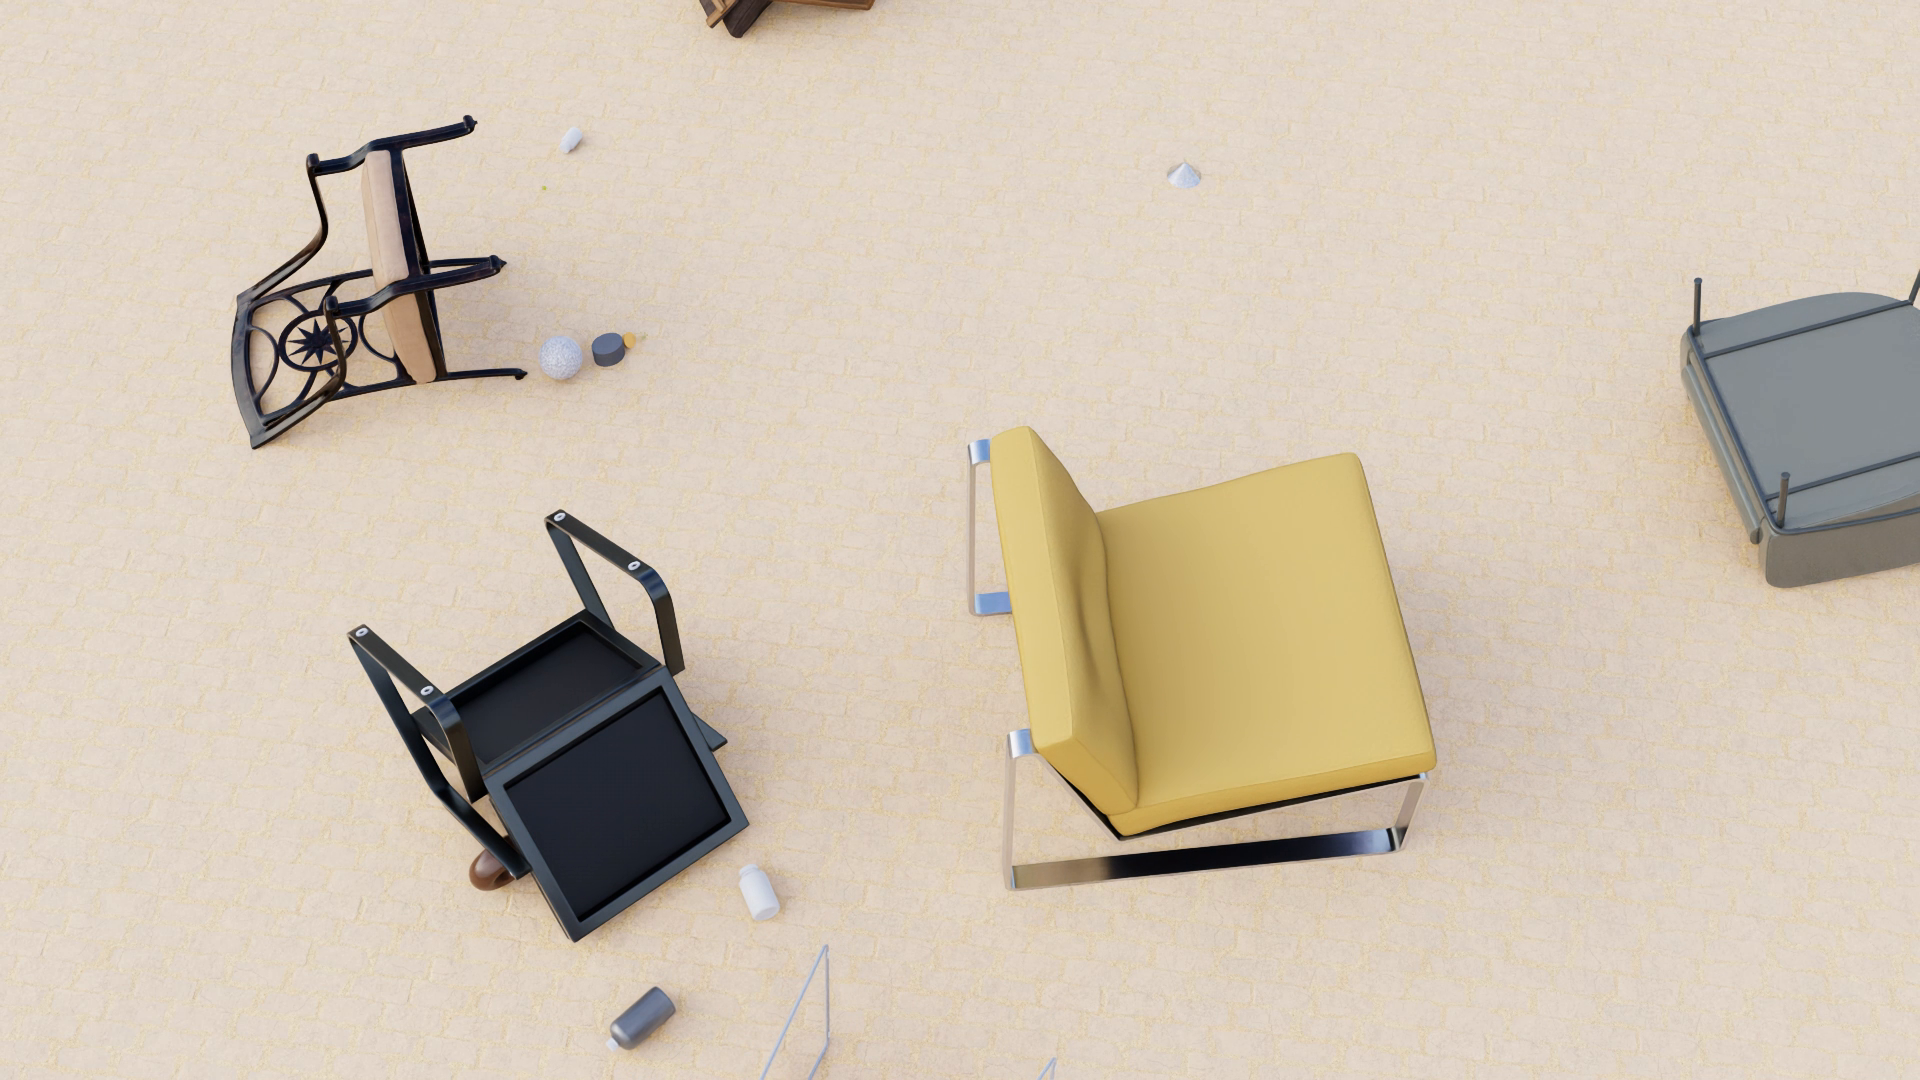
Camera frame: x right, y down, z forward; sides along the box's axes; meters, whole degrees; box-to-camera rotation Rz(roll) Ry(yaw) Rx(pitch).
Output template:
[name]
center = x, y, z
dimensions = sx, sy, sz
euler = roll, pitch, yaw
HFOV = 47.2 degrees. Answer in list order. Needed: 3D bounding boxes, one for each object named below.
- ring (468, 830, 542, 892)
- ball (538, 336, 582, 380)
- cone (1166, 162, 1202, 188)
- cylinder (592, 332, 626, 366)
[ring]
center = -1.221, 0.860, 5.903
dimensions = 0.213, 0.157, 0.082
euler = -35, 69, -14
[ball]
center = -1.249, -0.571, 6.874
dimensions = 0.137, 0.137, 0.137
euler = 0, 56, 0
[cone]
center = 0.754, -1.244, 7.369
dimensions = 0.116, 0.066, 0.120
euler = -23, 59, -15
[cylinder]
center = -1.110, -0.600, 6.938
dimensions = 0.103, 0.063, 0.080
euler = -29, 61, -18
